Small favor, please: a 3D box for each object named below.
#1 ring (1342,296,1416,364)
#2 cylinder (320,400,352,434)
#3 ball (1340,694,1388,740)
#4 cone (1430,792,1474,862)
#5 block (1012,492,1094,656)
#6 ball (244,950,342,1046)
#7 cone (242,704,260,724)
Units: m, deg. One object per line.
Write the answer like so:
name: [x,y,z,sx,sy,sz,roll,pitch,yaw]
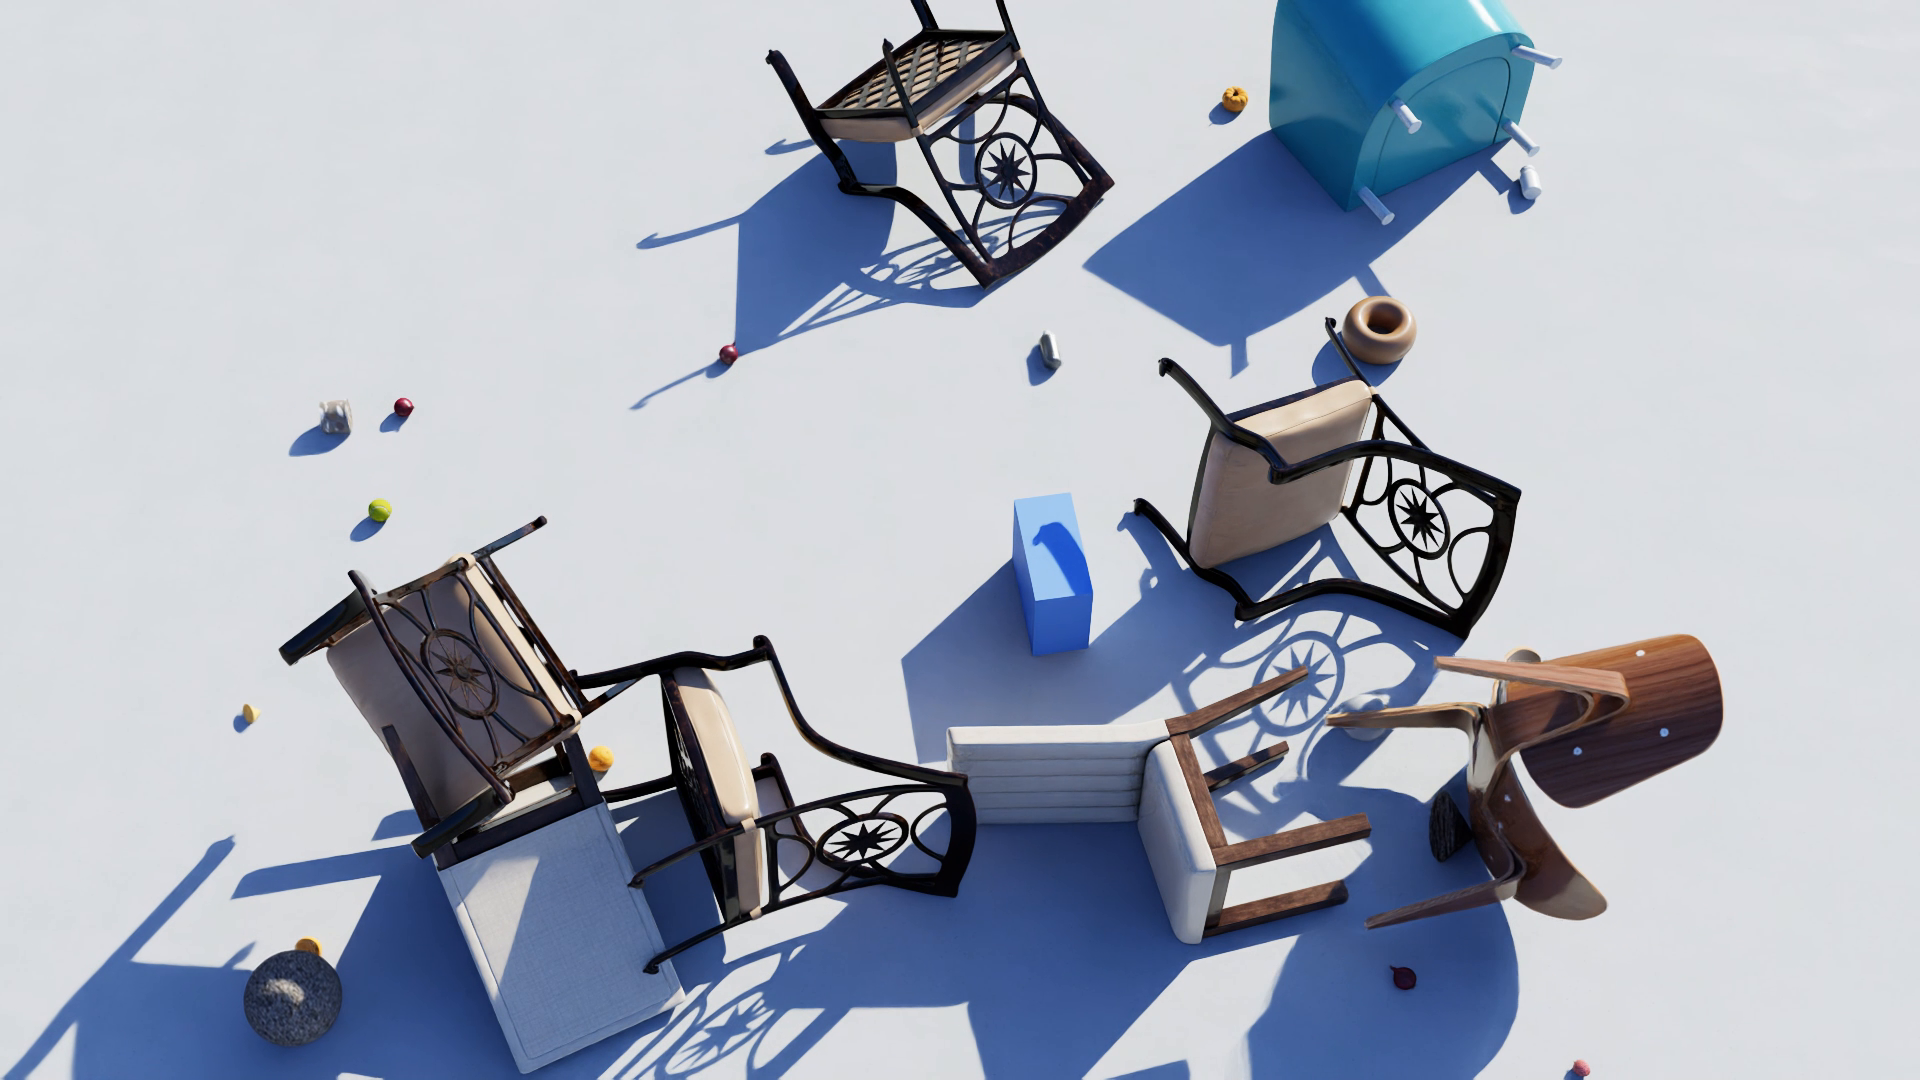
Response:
ring: [1.325,-0.663,6.949,0.242,0.118,0.231,-34,64,-22]
cylinder: [-1.922,-0.380,6.775,0.082,0.100,0.078,-7,12,-4]
ball: [1.134,0.496,6.162,0.131,0.131,0.131,0,56,0]
cone: [1.362,0.797,6.008,0.111,0.115,0.208,19,56,-21]
block: [0.263,0.099,6.327,0.164,0.299,0.346,-8,56,-5]
ball: [-1.710,1.174,5.640,0.243,0.243,0.243,0,56,0]
cone: [-1.999,0.487,6.234,0.041,0.052,0.062,-14,59,-48]
